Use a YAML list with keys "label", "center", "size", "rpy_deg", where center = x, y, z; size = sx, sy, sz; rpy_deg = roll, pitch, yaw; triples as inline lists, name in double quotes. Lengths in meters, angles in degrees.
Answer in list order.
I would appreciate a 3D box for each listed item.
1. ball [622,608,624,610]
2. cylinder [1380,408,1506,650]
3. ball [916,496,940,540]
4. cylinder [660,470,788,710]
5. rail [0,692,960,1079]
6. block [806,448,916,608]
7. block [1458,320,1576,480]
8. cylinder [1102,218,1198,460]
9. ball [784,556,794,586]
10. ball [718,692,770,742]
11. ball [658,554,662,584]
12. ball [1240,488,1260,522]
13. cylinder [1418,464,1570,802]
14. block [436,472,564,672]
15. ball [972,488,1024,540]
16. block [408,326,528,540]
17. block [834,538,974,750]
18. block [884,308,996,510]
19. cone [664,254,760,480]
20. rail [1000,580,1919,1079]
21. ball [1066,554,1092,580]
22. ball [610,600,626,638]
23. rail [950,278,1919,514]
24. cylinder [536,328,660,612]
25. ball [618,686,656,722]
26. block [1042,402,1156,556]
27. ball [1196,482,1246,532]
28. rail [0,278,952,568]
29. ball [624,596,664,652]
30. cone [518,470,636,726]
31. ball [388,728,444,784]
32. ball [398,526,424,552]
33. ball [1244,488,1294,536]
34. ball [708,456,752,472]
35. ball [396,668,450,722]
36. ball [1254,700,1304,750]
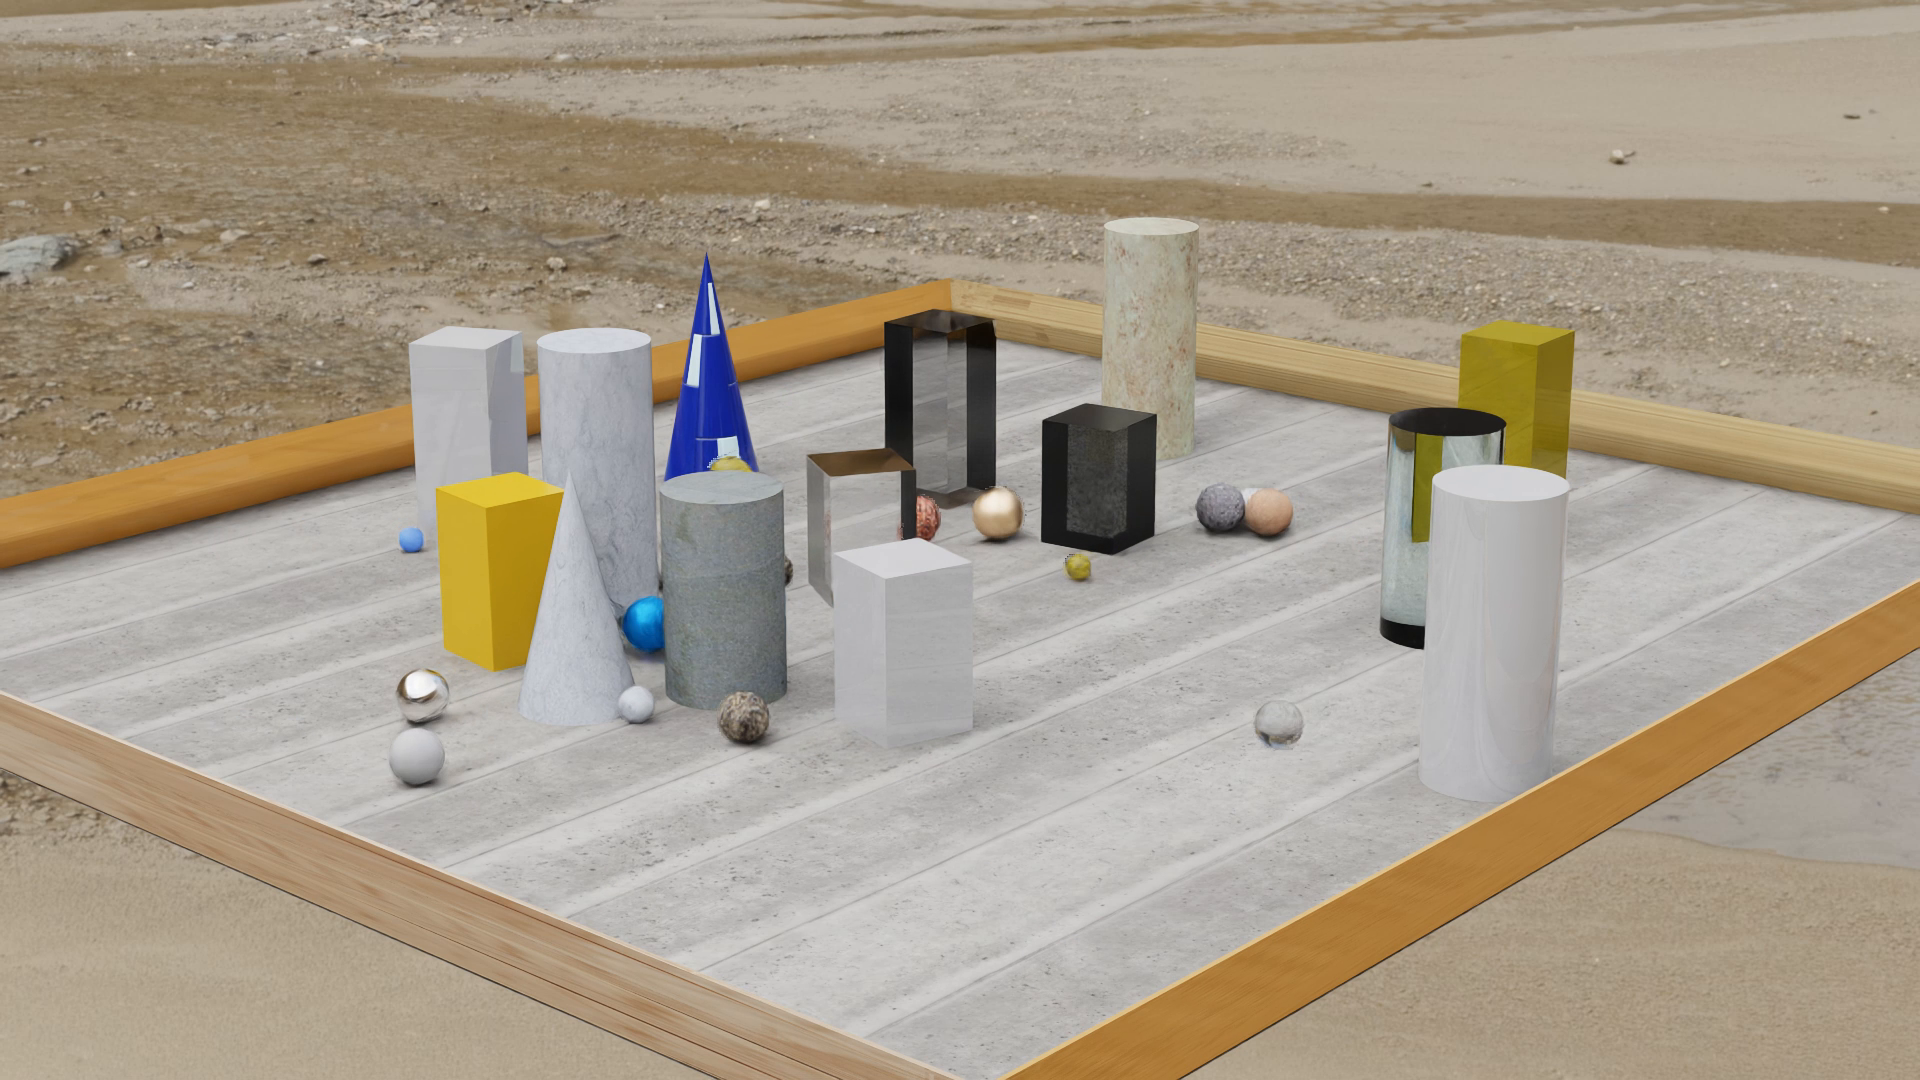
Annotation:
- label: "ball"
  center: [-0.588, 0.128, 4.936]
  size: [0.048, 0.048, 0.048]
  rpy_deg: [0, 17, 0]
- label: "cylinder"
  center: [0.802, -0.019, 4.874]
  size: [0.192, 0.366, 0.192]
  rpy_deg: [0, 17, 0]
- label: "ball"
  center: [-0.086, -0.036, 5.400]
  size: [0.094, 0.094, 0.094]
  rpy_deg: [0, 17, 0]
- label: "cylinder"
  center: [-0.371, 0.078, 4.606]
  size: [0.192, 0.335, 0.192]
  rpy_deg: [0, 17, 0]
- label: "rail"
  center: [-1.014, 0.369, 4.002]
  size: [2.792, 0.125, 0.045]
  rpy_deg: [14, 22, 39]
- label: "block"
  center: [-0.172, -0.023, 5.113]
  size: [0.154, 0.235, 0.154]
  rpy_deg: [-5, 18, -17]
- label: "block"
  center: [1.031, -0.203, 5.467]
  size: [0.154, 0.376, 0.154]
  rpy_deg: [12, 21, 35]
- label: "cylinder"
  center: [0.388, -0.413, 6.007]
  size: [0.192, 0.465, 0.192]
  rpy_deg: [0, 17, 0]
- label: "ball"
  center: [-0.322, 0.055, 5.158]
  size: [0.060, 0.060, 0.060]
  rpy_deg: [0, 17, 0]
- label: "ball"
  center: [-0.326, 0.267, 4.424]
  size: [0.077, 0.077, 0.077]
  rpy_deg: [0, 17, 0]
- label: "ball"
  center: [-0.515, 0.052, 5.171]
  size: [0.059, 0.059, 0.059]
  rpy_deg: [0, 17, 0]
- label: "ball"
  center: [0.553, -0.064, 5.535]
  size: [0.070, 0.070, 0.070]
  rpy_deg: [0, 17, 0]
- label: "cylinder"
  center: [0.768, 0.133, 4.226]
  size: [0.192, 0.448, 0.192]
  rpy_deg: [0, 17, 0]
- label: "block"
  center: [-0.745, 0.050, 4.800]
  size: [0.154, 0.276, 0.154]
  rpy_deg: [-14, 22, -38]
- label: "ball"
  center: [0.071, -0.048, 5.436]
  size: [0.096, 0.096, 0.096]
  rpy_deg: [0, 17, 0]
- label: "block"
  center: [-0.908, -0.194, 5.444]
  size: [0.154, 0.372, 0.154]
  rpy_deg: [5, 18, 17]
- label: "block"
  center: [-0.087, 0.155, 4.466]
  size: [0.154, 0.268, 0.154]
  rpy_deg: [-10, 20, -31]
- label: "block"
  center: [-0.038, -0.255, 5.688]
  size: [0.154, 0.348, 0.154]
  rpy_deg: [13, 21, 36]
- label: "cone"
  center: [-0.495, -0.345, 5.792]
  size: [0.192, 0.459, 0.192]
  rpy_deg: [0, 17, 0]
- label: "rail"
  center: [1.036, 0.291, 4.259]
  size: [0.045, 0.125, 3.141]
  rpy_deg: [14, 22, 39]
- label: "ball"
  center: [0.211, 0.049, 5.204]
  size: [0.046, 0.046, 0.046]
  rpy_deg: [0, 17, 0]
- label: "ball"
  center: [-0.593, 0.139, 4.830]
  size: [0.090, 0.090, 0.090]
  rpy_deg: [0, 17, 0]
- label: "rail"
  center: [1.014, -0.306, 6.239]
  size: [2.792, 0.125, 0.045]
  rpy_deg: [14, 22, 39]
- label: "cylinder"
  center: [-0.619, -0.116, 5.028]
  size: [0.192, 0.463, 0.192]
  rpy_deg: [0, 17, 0]
- label: "ball"
  center: [-0.497, 0.253, 4.510]
  size: [0.056, 0.056, 0.056]
  rpy_deg: [0, 17, 0]
- label: "block"
  center: [0.257, -0.114, 5.418]
  size: [0.154, 0.234, 0.154]
  rpy_deg: [11, 20, 32]
- label: "ball"
  center: [0.487, -0.061, 5.483]
  size: [0.093, 0.093, 0.093]
  rpy_deg: [0, 17, 0]
- label: "rail"
  center: [-1.036, -0.229, 5.982]
  size: [0.045, 0.125, 3.141]
  rpy_deg: [14, 22, 39]
- label: "ball"
  center: [-0.507, 0.138, 4.804]
  size: [0.089, 0.089, 0.089]
  rpy_deg: [0, 17, 0]
- label: "cone"
  center: [-0.597, 0.073, 4.537]
  size: [0.192, 0.384, 0.192]
  rpy_deg: [0, 17, 0]
- label: "ball"
  center: [-0.790, 0.314, 4.263]
  size: [0.081, 0.081, 0.081]
  rpy_deg: [0, 17, 0]
- label: "ball"
  center: [-1.005, -0.001, 5.369]
  size: [0.046, 0.046, 0.046]
  rpy_deg: [0, 17, 0]
- label: "ball"
  center: [0.575, -0.051, 5.458]
  size: [0.090, 0.090, 0.090]
  rpy_deg: [0, 17, 0]
- label: "ball"
  center: [-0.445, -0.117, 5.677]
  size: [0.090, 0.090, 0.090]
  rpy_deg: [0, 17, 0]
- label: "ball"
  center: [-0.826, 0.239, 4.509]
  size: [0.083, 0.083, 0.083]
  rpy_deg: [0, 17, 0]
- label: "ball"
  center: [0.479, 0.277, 4.397]
  size: [0.075, 0.075, 0.075]
  rpy_deg: [0, 17, 0]
